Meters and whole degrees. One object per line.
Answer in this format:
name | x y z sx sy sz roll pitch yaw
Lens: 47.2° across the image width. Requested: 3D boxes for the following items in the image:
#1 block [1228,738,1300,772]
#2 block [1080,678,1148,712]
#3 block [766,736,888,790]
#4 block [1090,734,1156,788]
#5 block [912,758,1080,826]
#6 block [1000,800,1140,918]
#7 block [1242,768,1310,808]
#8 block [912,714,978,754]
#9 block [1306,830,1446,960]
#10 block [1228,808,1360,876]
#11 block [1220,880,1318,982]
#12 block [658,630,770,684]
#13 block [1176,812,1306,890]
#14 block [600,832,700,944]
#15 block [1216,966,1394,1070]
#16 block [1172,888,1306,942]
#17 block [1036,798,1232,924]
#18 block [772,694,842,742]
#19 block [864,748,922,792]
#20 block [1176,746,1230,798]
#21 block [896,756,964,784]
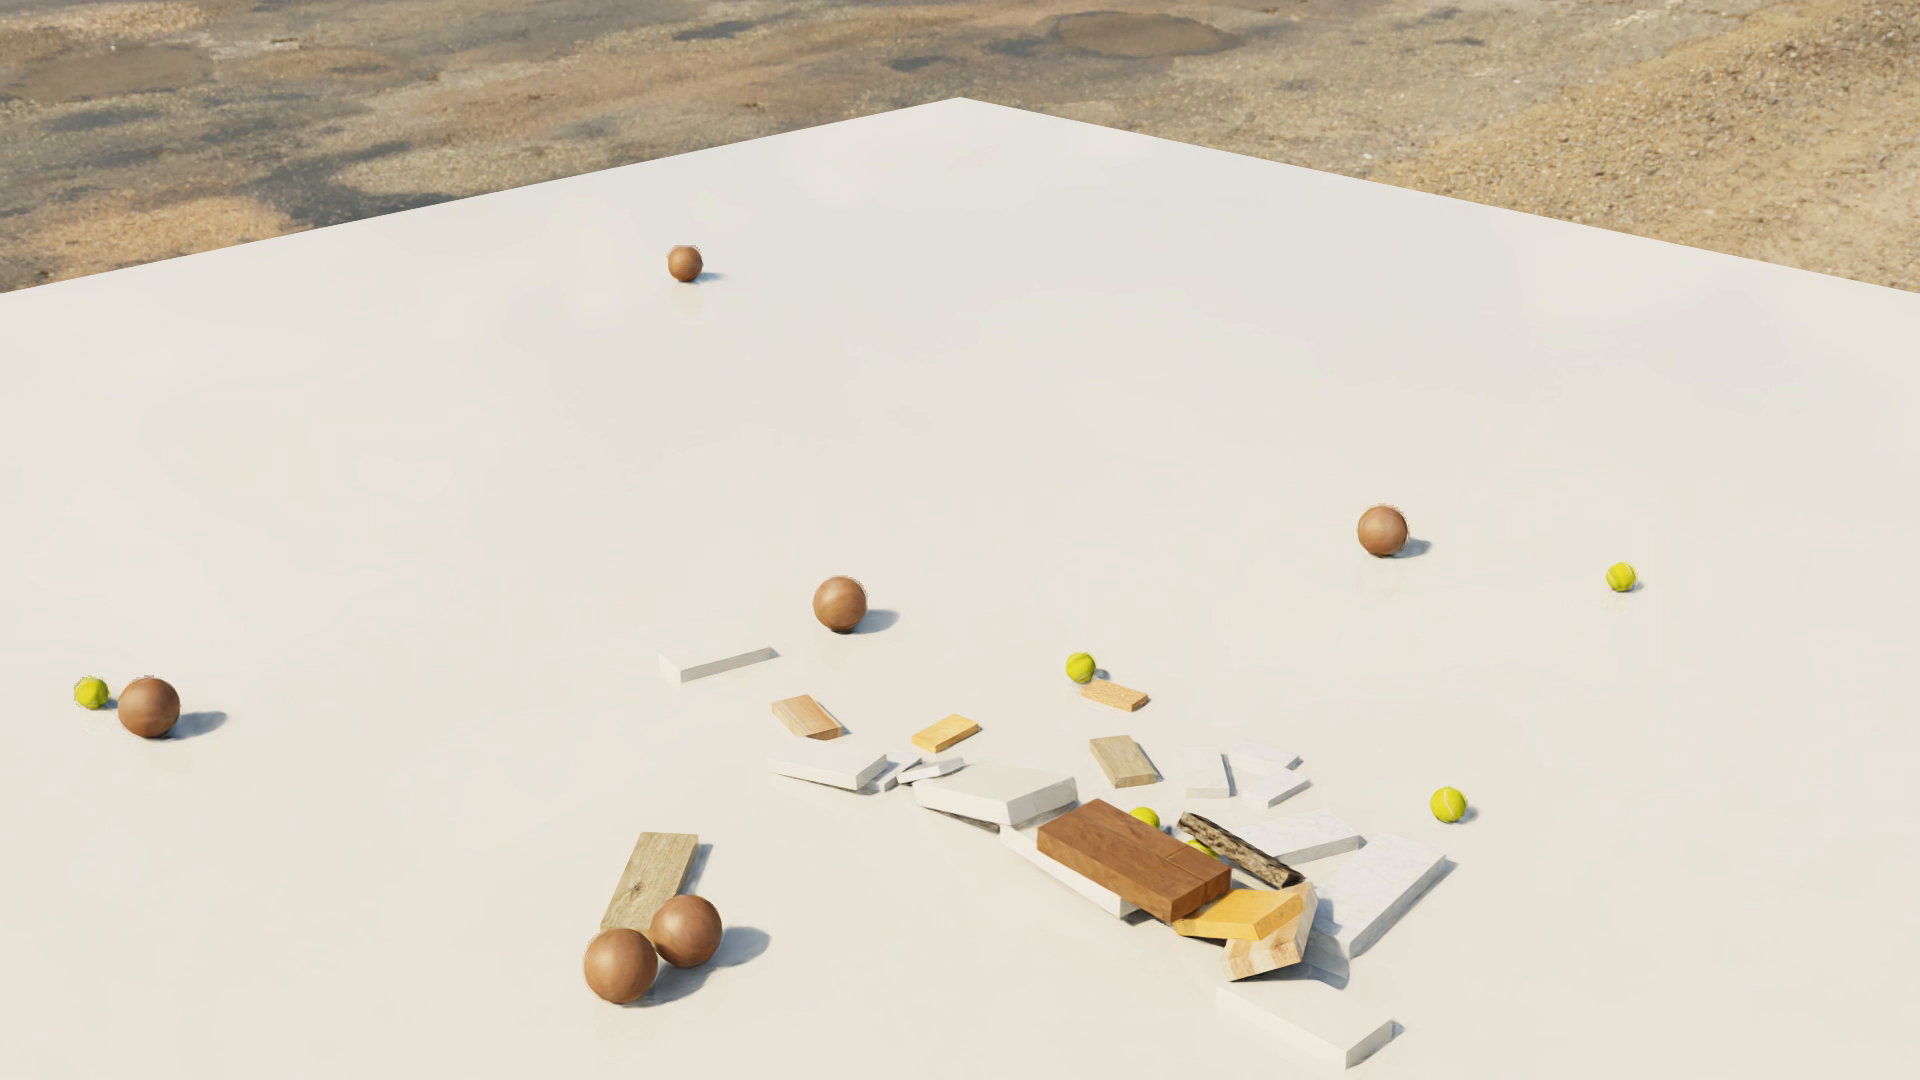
block | 0.643 0.458 4.658 0.134 0.019 0.067 16 28 32
block | 0.345 0.347 4.918 0.134 0.019 0.067 16 28 33
block | -0.278 0.465 4.594 0.228 0.032 0.114 7 23 32
block | 0.341 0.466 4.631 0.088 0.025 0.176 -6 24 -13
block | 0.068 0.500 4.388 0.167 0.047 0.335 -17 10 -32
block | 0.249 0.599 4.202 0.167 0.047 0.335 -18 31 -36
block | 0.652 0.511 4.532 0.134 0.019 0.067 -20 30 -39
block | -0.032 0.418 4.751 0.069 0.020 0.139 19 30 38
block | 0.765 0.665 4.144 0.137 0.039 0.391 17 28 34
block | 0.651 0.591 4.324 0.237 0.034 0.118 -10 25 -22
block | 0.556 0.698 3.940 0.137 0.039 0.274 -20 8 19
block | -0.568 0.268 5.088 0.228 0.032 0.114 -14 27 -30
block | 0.534 0.591 4.168 0.237 0.034 0.118 29 1 28
block | -0.586 0.656 4.173 0.114 0.032 0.339 2 23 5
block | 0.593 0.812 3.797 0.274 0.039 0.137 21 31 40
block | 0.501 0.676 3.978 0.118 0.034 0.237 -27 9 -31
block | 0.322 0.594 4.101 0.167 0.047 0.335 -21 32 -40
block | -0.335 0.392 4.805 0.088 0.025 0.176 -12 26 -26
block | -0.147 0.482 4.600 0.069 0.020 0.139 14 27 30
block | 0.506 0.484 4.587 0.088 0.025 0.176 0 23 -1
block | -0.061 0.474 4.531 0.069 0.020 0.139 -16 -1 -42
